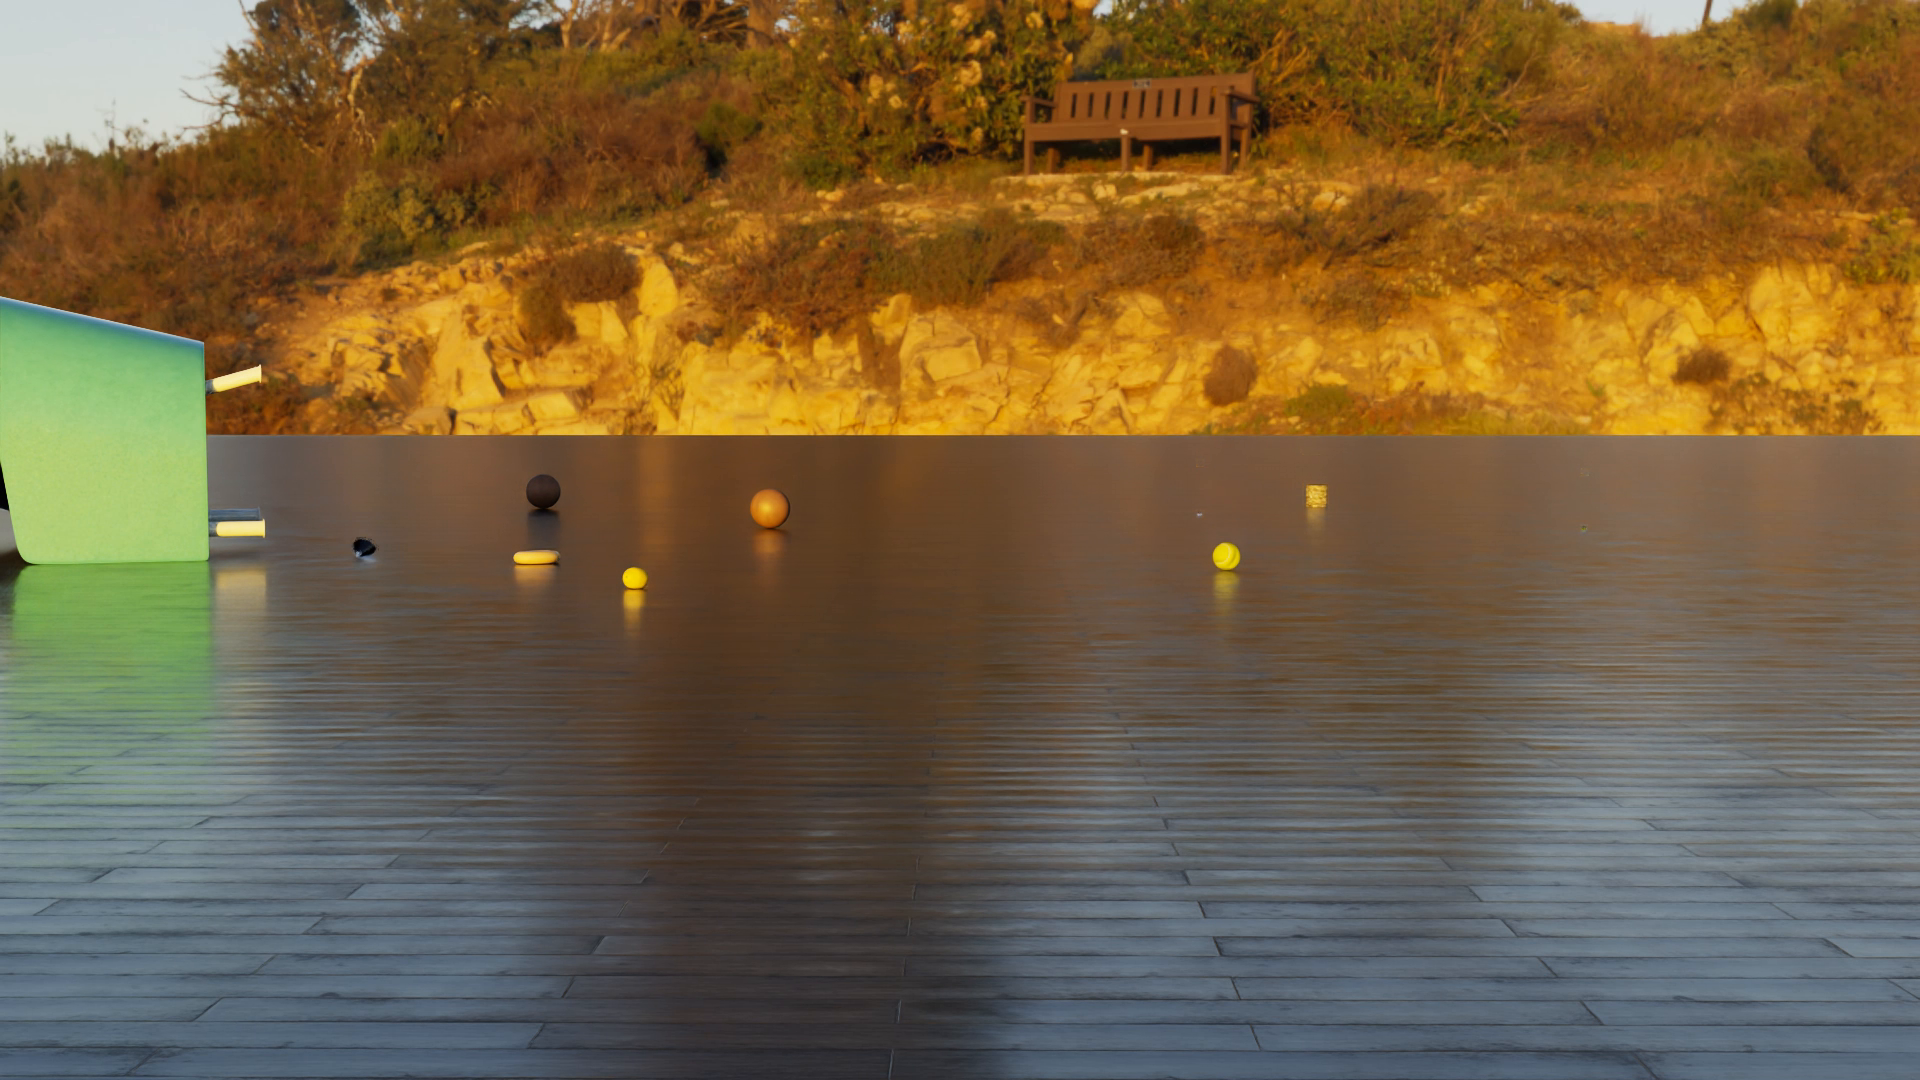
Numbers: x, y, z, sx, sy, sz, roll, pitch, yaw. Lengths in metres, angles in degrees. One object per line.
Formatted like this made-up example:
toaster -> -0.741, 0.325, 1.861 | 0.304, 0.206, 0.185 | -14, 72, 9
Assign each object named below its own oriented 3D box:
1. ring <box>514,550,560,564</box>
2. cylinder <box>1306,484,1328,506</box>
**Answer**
ring -> -1.090, 0.044, 5.670 | 0.093, 0.032, 0.131 | 2, 4, 45
cylinder -> 1.367, -0.170, 8.429 | 0.080, 0.082, 0.090 | 2, 4, 25
